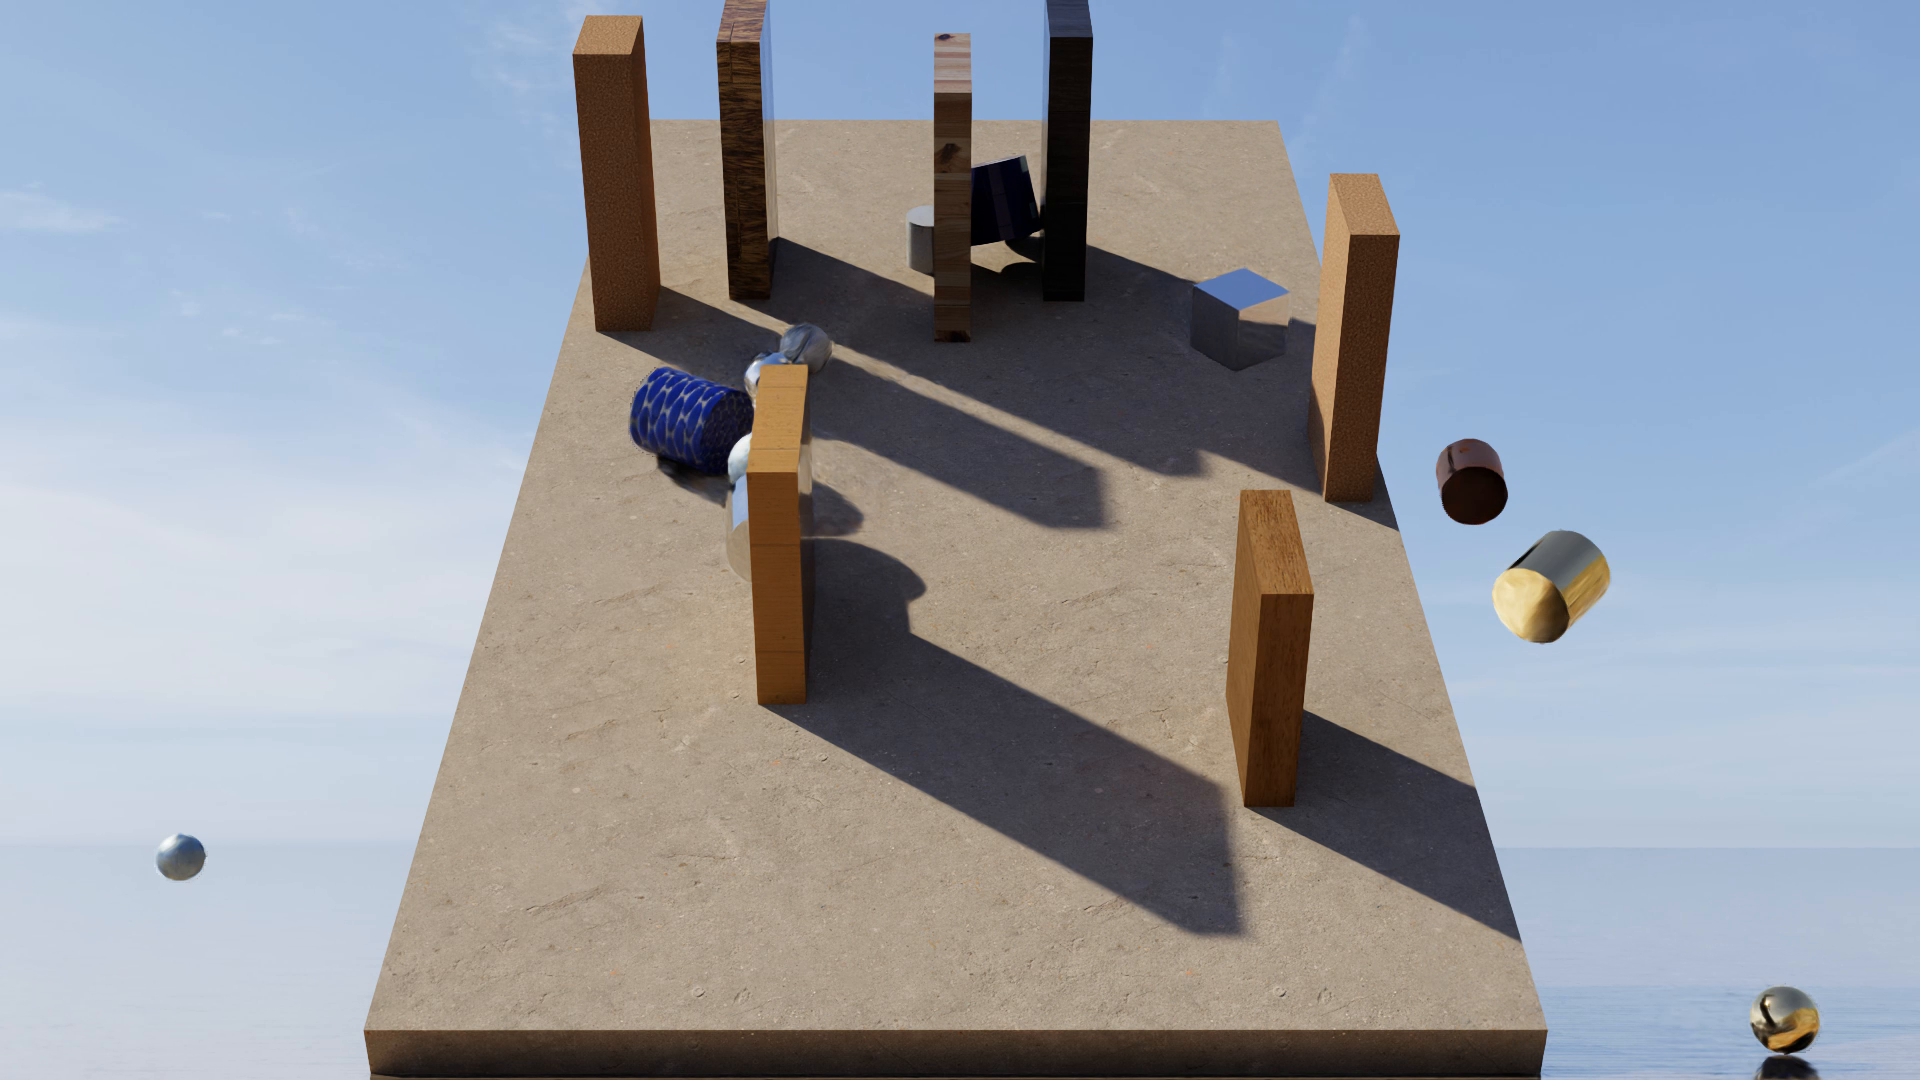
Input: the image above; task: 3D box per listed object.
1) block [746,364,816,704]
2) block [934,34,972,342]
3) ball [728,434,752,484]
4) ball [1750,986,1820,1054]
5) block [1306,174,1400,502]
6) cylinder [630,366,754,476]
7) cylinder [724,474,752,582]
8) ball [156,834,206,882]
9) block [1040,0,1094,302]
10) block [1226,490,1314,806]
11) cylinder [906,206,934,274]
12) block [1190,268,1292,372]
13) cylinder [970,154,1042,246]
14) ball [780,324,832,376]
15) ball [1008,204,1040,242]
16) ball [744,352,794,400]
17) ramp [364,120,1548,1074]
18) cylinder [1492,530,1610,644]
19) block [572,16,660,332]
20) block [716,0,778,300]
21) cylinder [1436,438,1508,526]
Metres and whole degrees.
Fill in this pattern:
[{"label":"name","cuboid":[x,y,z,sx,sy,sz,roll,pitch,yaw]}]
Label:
[{"label":"block","cuboid":[-0.358,-0.014,4.961,0.097,0.541,0.435,0,32,0]},{"label":"block","cuboid":[-0.019,-0.900,6.255,0.092,0.677,0.406,0,32,0]},{"label":"ball","cuboid":[-0.439,-0.164,5.433,0.155,0.155,0.155,0,-7,0]},{"label":"ball","cuboid":[1.542,0.897,4.572,0.126,0.126,0.126,0,-7,0]},{"label":"block","cuboid":[0.888,-0.458,5.559,0.107,0.669,0.327,0,32,0]},{"label":"cylinder","cuboid":[-0.624,-0.278,5.696,0.204,0.204,0.204,20,2,27]},{"label":"cylinder","cuboid":[-0.417,-0.028,5.318,0.186,0.186,0.186,1,32,-7]},{"label":"ball","cuboid":[-1.917,0.781,6.016,0.117,0.117,0.117,0,-7,0]},{"label":"block","cuboid":[0.275,-1.039,6.428,0.108,0.730,0.375,0,32,0]},{"label":"block","cuboid":[0.587,0.205,4.671,0.095,0.483,0.365,0,32,0]},{"label":"cylinder","cuboid":[-0.077,-0.816,6.627,0.138,0.138,0.138,0,32,0]},{"label":"block","cuboid":[0.708,-0.557,6.185,0.174,0.174,0.174,-21,38,-30]},{"label":"cylinder","cuboid":[0.098,-0.913,6.574,0.204,0.204,0.204,-12,11,2]},{"label":"ball","cuboid":[-0.384,-0.474,6.085,0.130,0.130,0.130,0,-7,0]},{"label":"ball","cuboid":[0.148,-0.896,6.751,0.145,0.145,0.145,0,-7,0]},{"label":"ball","cuboid":[-0.460,-0.393,5.953,0.132,0.132,0.132,0,-7,0]},{"label":"ramp","cuboid":[-0.015,-0.190,5.850,2.000,0.100,4.000,0,32,0]},{"label":"cylinder","cuboid":[1.345,0.105,5.564,0.193,0.193,0.193,-8,21,48]},{"label":"block","cuboid":[-0.869,-0.928,6.224,0.141,0.749,0.271,0,32,0]},{"label":"block","cuboid":[-0.555,-1.042,6.445,0.108,0.711,0.392,0,32,0]},{"label":"cylinder","cuboid":[1.247,-0.142,5.967,0.158,0.158,0.158,-1,27,6]}]
